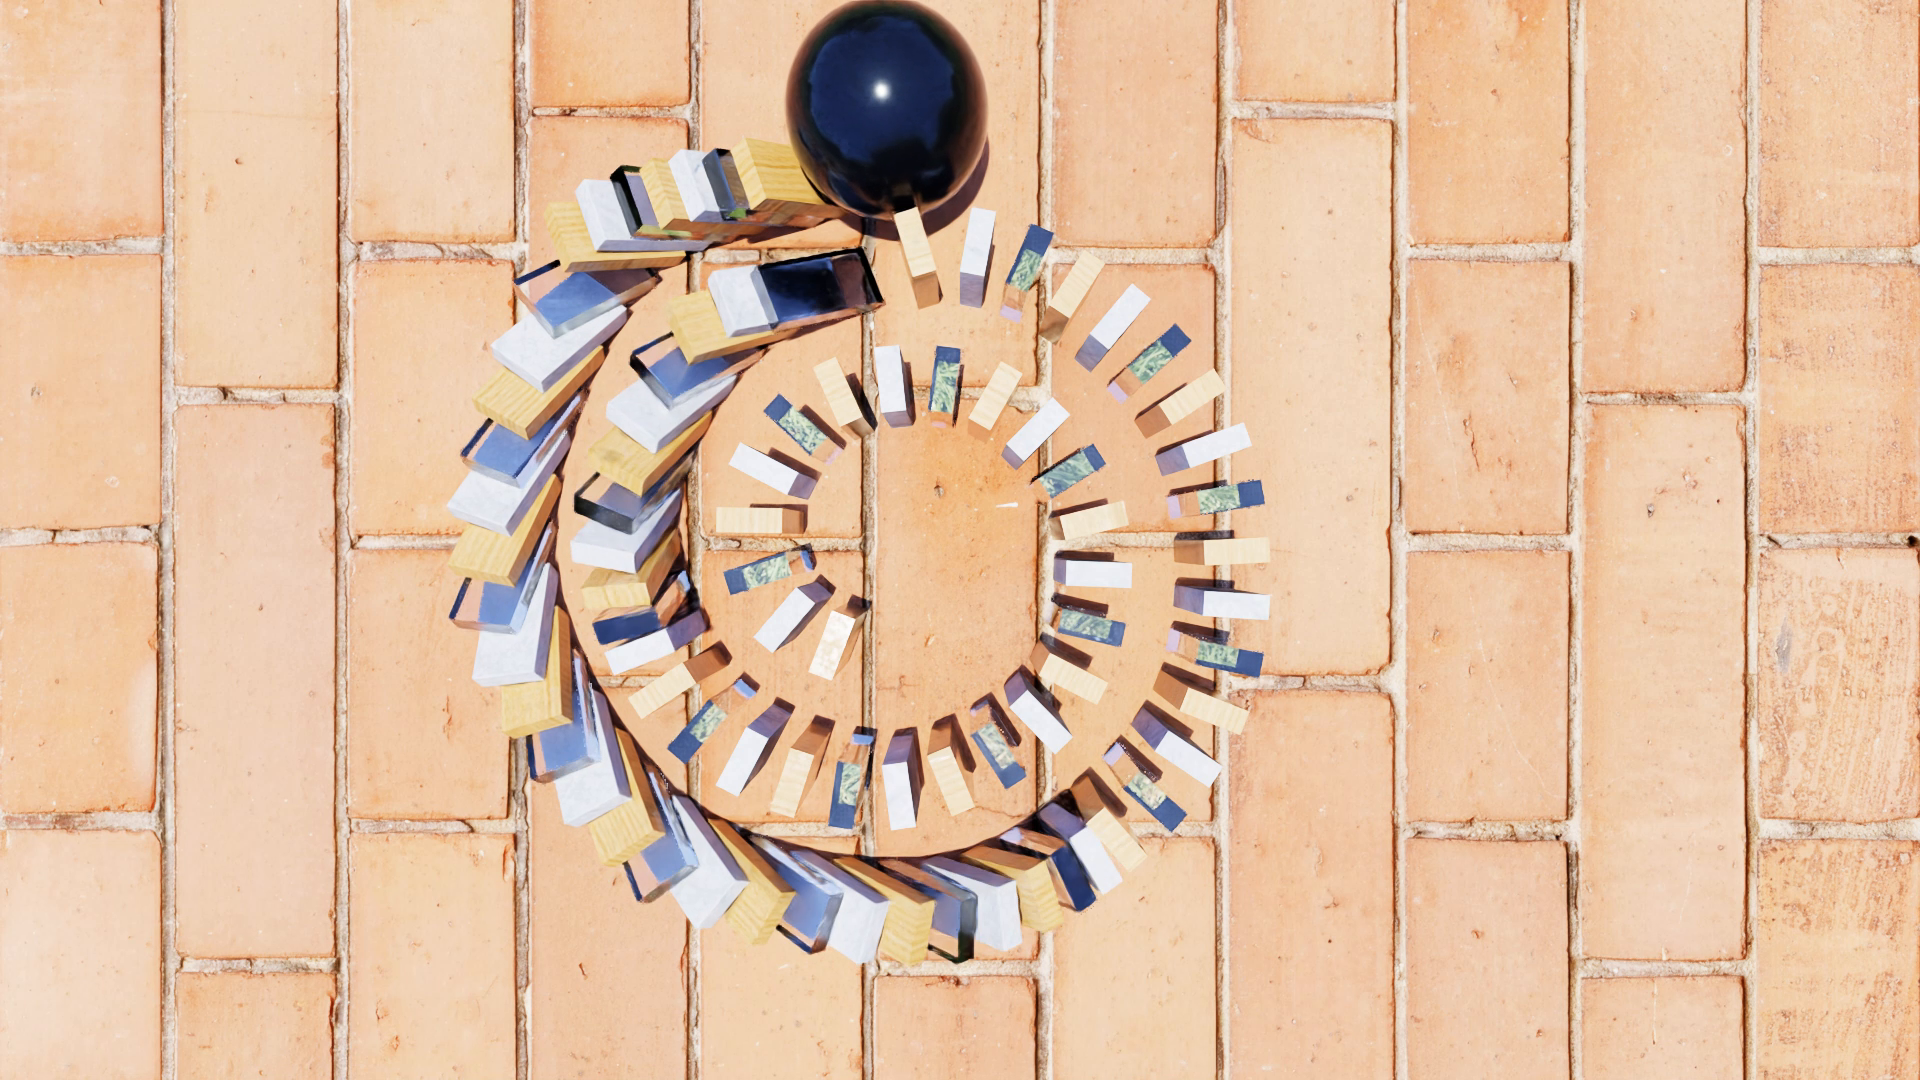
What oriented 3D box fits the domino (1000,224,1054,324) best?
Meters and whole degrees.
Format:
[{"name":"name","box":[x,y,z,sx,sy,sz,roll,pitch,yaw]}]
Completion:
[{"name":"domino","box":[0.027,-0.108,0.375,0.009,0.050,0.025,24,90,0]}]

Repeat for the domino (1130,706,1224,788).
[{"name":"domino","box":[0.087,0.084,0.375,0.025,0.050,0.010,34,90,0]}]

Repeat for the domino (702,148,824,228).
[{"name":"domino","box":[-0.080,-0.144,0.377,0.010,0.050,0.025,-20,90,38]}]

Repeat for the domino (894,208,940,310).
[{"name":"domino","box":[-0.017,-0.114,0.375,0.009,0.050,0.025,-17,90,0]}]

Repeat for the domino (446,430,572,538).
[{"name":"domino","box":[-0.188,-0.028,0.384,0.025,0.010,0.050,20,61,0]}]

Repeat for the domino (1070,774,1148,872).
[{"name":"domino","box":[0.060,0.115,0.375,0.009,0.050,0.025,-41,90,0]}]

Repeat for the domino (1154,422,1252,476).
[{"name":"domino","box":[0.098,-0.036,0.375,0.025,0.050,0.010,-20,90,0]}]

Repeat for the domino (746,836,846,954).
[{"name":"domino","box":[-0.073,0.147,0.382,0.050,0.009,0.025,19,90,34]}]

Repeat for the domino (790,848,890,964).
[{"name":"domino","box":[-0.054,0.151,0.381,0.050,0.010,0.025,16,90,36]}]

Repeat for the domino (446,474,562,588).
[{"name":"domino","box":[-0.190,-0.007,0.384,0.025,0.010,0.050,11,61,0]}]

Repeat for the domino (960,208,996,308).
[{"name":"domino","box":[0.007,-0.114,0.375,0.010,0.050,0.025,11,90,0]}]

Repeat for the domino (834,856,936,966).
[{"name":"domino","box":[-0.034,0.153,0.380,0.050,0.010,0.025,10,90,39]}]

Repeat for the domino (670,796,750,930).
[{"name":"domino","box":[-0.112,0.134,0.383,0.050,0.009,0.025,39,90,32]}]

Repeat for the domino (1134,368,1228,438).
[{"name":"domino","box":[0.089,-0.055,0.375,0.025,0.050,0.009,-33,90,0]}]

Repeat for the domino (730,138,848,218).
[{"name":"domino","box":[-0.068,-0.148,0.377,0.009,0.050,0.025,-20,90,38]}]

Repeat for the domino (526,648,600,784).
[{"name":"domino","box":[-0.168,0.073,0.384,0.025,0.010,0.050,-22,61,0]}]

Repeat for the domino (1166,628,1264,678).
[{"name":"domino","box":[0.103,0.046,0.375,0.025,0.050,0.009,11,90,0]}]

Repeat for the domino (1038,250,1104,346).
[{"name":"domino","box":[0.045,-0.098,0.375,0.010,0.050,0.025,33,90,0]}]

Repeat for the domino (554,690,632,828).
[{"name":"domino","box":[-0.157,0.091,0.384,0.025,0.009,0.050,-28,60,0]}]

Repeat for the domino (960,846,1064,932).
[{"name":"domino","box":[0.021,0.142,0.376,0.009,0.050,0.025,-18,90,-32]}]

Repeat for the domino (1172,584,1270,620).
[{"name":"domino","box":[0.106,0.025,0.375,0.025,0.050,0.009,4,90,0]}]

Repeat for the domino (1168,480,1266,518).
[{"name":"domino","box":[0.104,-0.016,0.375,0.025,0.050,0.009,-10,90,0]}]

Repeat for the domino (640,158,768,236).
[{"name":"domino","box":[-0.104,-0.141,0.377,0.010,0.050,0.025,-20,90,38]}]

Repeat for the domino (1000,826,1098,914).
[{"name":"domino","box":[0.035,0.134,0.375,0.009,0.050,0.025,-26,90,-23]}]

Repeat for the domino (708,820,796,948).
[{"name":"domino","box":[-0.093,0.142,0.383,0.050,0.009,0.025,30,90,32]}]

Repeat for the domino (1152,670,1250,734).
[{"name":"domino","box":[0.097,0.065,0.375,0.025,0.050,0.010,22,90,0]}]

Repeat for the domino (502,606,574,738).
[{"name":"domino","box":[-0.177,0.055,0.384,0.025,0.009,0.050,-16,61,0]}]

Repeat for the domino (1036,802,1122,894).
[{"name":"domino","box":[0.048,0.125,0.375,0.010,0.050,0.025,-31,90,-12]}]

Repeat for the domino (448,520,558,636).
[{"name":"domino","box":[-0.190,0.014,0.384,0.025,0.010,0.050,7,60,0]}]

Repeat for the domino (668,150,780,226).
[{"name":"domino","box":[-0.093,-0.144,0.377,0.010,0.050,0.025,-20,91,38]}]

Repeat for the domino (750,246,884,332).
[{"name":"domino","box":[-0.059,-0.105,0.382,0.050,0.010,0.025,-22,91,-32]}]

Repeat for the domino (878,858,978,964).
[{"name":"domino","box":[-0.015,0.153,0.379,0.050,0.010,0.025,4,90,44]}]

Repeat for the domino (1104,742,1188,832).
[{"name":"domino","box":[0.075,0.100,0.375,0.025,0.050,0.009,42,90,0]}]

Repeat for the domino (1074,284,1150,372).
[{"name":"domino","box":[0.061,-0.085,0.375,0.010,0.050,0.025,40,90,0]}]

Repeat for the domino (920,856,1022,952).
[{"name":"domino","box":[0.004,0.149,0.378,0.009,0.050,0.025,-6,90,-39]}]

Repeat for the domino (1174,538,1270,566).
[{"name":"domino","box":[0.106,0.004,0.375,0.025,0.050,0.009,-3,90,0]}]

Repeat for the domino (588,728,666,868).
[{"name":"domino","box":[-0.144,0.107,0.383,0.025,0.010,0.050,-34,60,0]}]

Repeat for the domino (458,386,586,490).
[{"name":"domino","box":[-0.182,-0.047,0.384,0.025,0.010,0.050,22,61,0]}]

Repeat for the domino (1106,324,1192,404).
[{"name":"domino","box":[0.076,-0.071,0.375,0.025,0.050,0.009,-42,90,0]}]

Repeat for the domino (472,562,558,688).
[{"name":"domino","box":[-0.185,0.035,0.383,0.025,0.009,0.050,-7,60,0]}]

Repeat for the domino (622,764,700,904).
[{"name":"domino","box":[-0.131,0.122,0.383,0.025,0.009,0.050,-37,60,0]}]
